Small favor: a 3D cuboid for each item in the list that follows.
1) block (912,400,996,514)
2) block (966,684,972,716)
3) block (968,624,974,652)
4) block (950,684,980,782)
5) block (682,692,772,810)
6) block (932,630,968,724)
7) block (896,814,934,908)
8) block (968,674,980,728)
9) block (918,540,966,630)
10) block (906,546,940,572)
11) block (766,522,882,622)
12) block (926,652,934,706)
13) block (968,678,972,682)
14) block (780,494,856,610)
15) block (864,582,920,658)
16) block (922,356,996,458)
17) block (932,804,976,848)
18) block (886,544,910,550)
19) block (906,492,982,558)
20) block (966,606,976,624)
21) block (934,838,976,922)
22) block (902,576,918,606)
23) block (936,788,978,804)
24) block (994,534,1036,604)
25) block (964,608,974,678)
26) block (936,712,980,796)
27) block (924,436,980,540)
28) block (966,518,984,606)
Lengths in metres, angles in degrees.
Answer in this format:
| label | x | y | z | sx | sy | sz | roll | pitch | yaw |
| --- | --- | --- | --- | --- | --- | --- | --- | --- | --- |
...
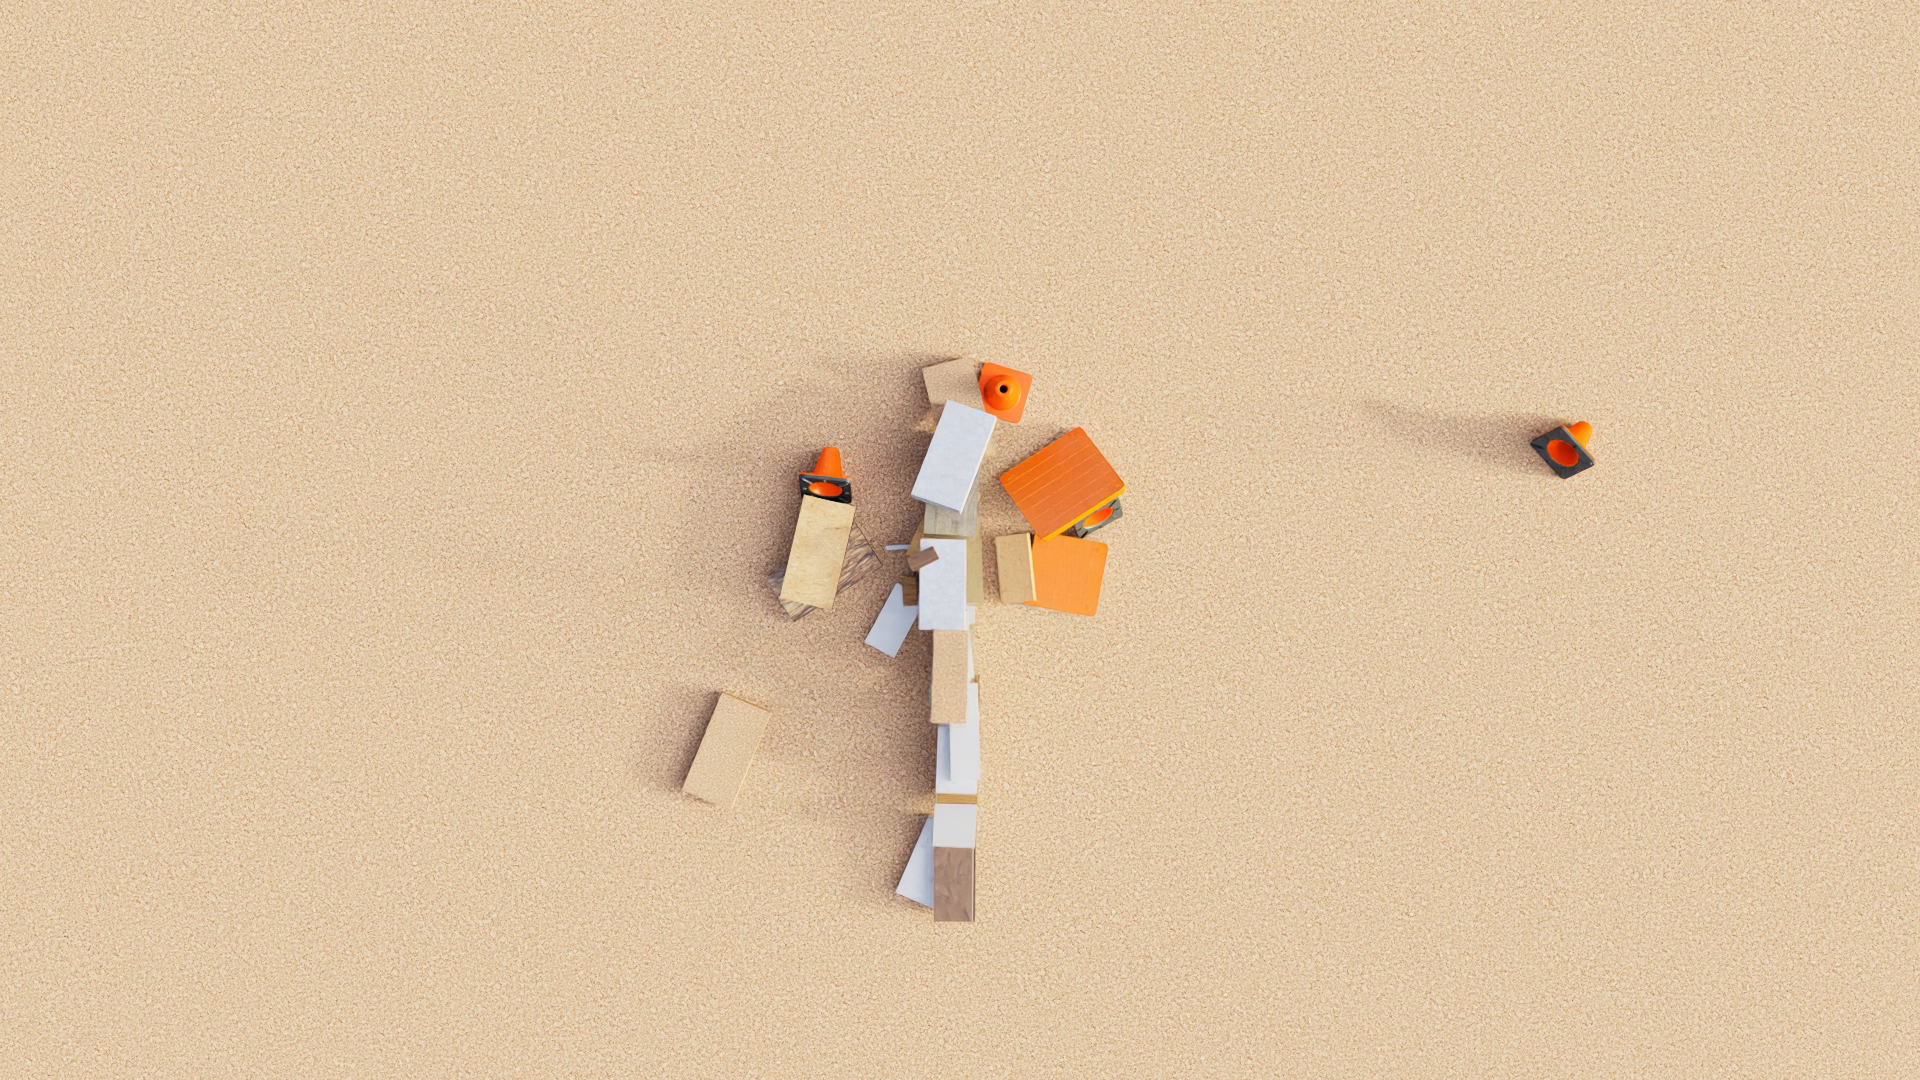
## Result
| label | x | y | z | sx | sy | sz | roll | pitch | yaw |
| --- | --- | --- | --- | --- | --- | --- | --- | --- | --- |
| block | -0.019 | -0.270 | 5.352 | 0.169 | 0.048 | 0.338 | 19 | 79 | 7 |
| block | -0.018 | 0.482 | 5.357 | 0.094 | 0.027 | 0.189 | -4 | 83 | 1 |
| block | -0.008 | 0.255 | 5.454 | 0.113 | 0.032 | 0.227 | 0 | 75 | 0 |
| block | 0.014 | 0.624 | 5.361 | 0.094 | 0.027 | 0.314 | -1 | 75 | -1 |
| block | -0.773 | 0.699 | 5.475 | 0.174 | 0.049 | 0.347 | 22 | 90 | 0 |
| block | -0.032 | 0.441 | 5.306 | 0.112 | 0.032 | 0.298 | 1 | 83 | 2 |
| block | -0.096 | 1.068 | 5.481 | 0.137 | 0.039 | 0.275 | 23 | 90 | 0 |
| block | -0.003 | 0.579 | 5.446 | 0.133 | 0.038 | 0.266 | 1 | 75 | 0 |
| block | -0.056 | 0.145 | 5.338 | 0.146 | 0.041 | 0.292 | 1 | 87 | 3 |
| block | -0.120 | 0.060 | 5.318 | 0.095 | 0.014 | 0.048 | -26 | 86 | 1 |
| block | -0.449 | 0.107 | 5.475 | 0.347 | 0.049 | 0.174 | -32 | 90 | 0 |
| block | -0.049 | 0.444 | 5.336 | 0.095 | 0.027 | 0.189 | 6 | 83 | 3 |
| block | 0.006 | 0.408 | 5.443 | 0.058 | 0.017 | 0.117 | -3 | 79 | -1 |
| block | -0.466 | 0.040 | 5.426 | 0.174 | 0.049 | 0.347 | 13 | 90 | 0 |
| block | -0.214 | 0.266 | 5.484 | 0.112 | 0.032 | 0.223 | 29 | 90 | 0 |
| block | -0.004 | -0.422 | 5.437 | 0.169 | 0.048 | 0.338 | -14 | 77 | -1 |
| block | -0.014 | 0.873 | 5.437 | 0.137 | 0.039 | 0.275 | 3 | 71 | 1 |
| block | -0.197 | 0.023 | 5.476 | 0.095 | 0.048 | 0.014 | -4 | 90 | 0 |
| block | -0.052 | -0.046 | 5.430 | 0.146 | 0.041 | 0.293 | 23 | 74 | 7 |
| block | -0.005 | 0.164 | 5.444 | 0.113 | 0.032 | 0.227 | 2 | 72 | 1 |
| block | -0.018 | 1.118 | 5.442 | 0.137 | 0.039 | 0.275 | 0 | 90 | 0 |
| block | -0.166 | 0.170 | 5.462 | 0.048 | 0.014 | 0.095 | -3 | 90 | 0 |
| block | -0.006 | 0.735 | 5.441 | 0.133 | 0.038 | 0.266 | 2 | 72 | 0 |
| block | 0.184 | 0.095 | 5.458 | 0.112 | 0.032 | 0.223 | -7 | 85 | 19 |
| block | -0.021 | 0.343 | 5.390 | 0.113 | 0.032 | 0.227 | -6 | 100 | 2 |
| block | -0.008 | 0.693 | 5.376 | 0.133 | 0.038 | 0.266 | 2 | 75 | 0 |
| block | -0.022 | -0.169 | 5.422 | 0.169 | 0.048 | 0.338 | 3 | 72 | 1 |
| block | -0.001 | 0.071 | 5.435 | 0.146 | 0.041 | 0.293 | -1 | 72 | 0 |
